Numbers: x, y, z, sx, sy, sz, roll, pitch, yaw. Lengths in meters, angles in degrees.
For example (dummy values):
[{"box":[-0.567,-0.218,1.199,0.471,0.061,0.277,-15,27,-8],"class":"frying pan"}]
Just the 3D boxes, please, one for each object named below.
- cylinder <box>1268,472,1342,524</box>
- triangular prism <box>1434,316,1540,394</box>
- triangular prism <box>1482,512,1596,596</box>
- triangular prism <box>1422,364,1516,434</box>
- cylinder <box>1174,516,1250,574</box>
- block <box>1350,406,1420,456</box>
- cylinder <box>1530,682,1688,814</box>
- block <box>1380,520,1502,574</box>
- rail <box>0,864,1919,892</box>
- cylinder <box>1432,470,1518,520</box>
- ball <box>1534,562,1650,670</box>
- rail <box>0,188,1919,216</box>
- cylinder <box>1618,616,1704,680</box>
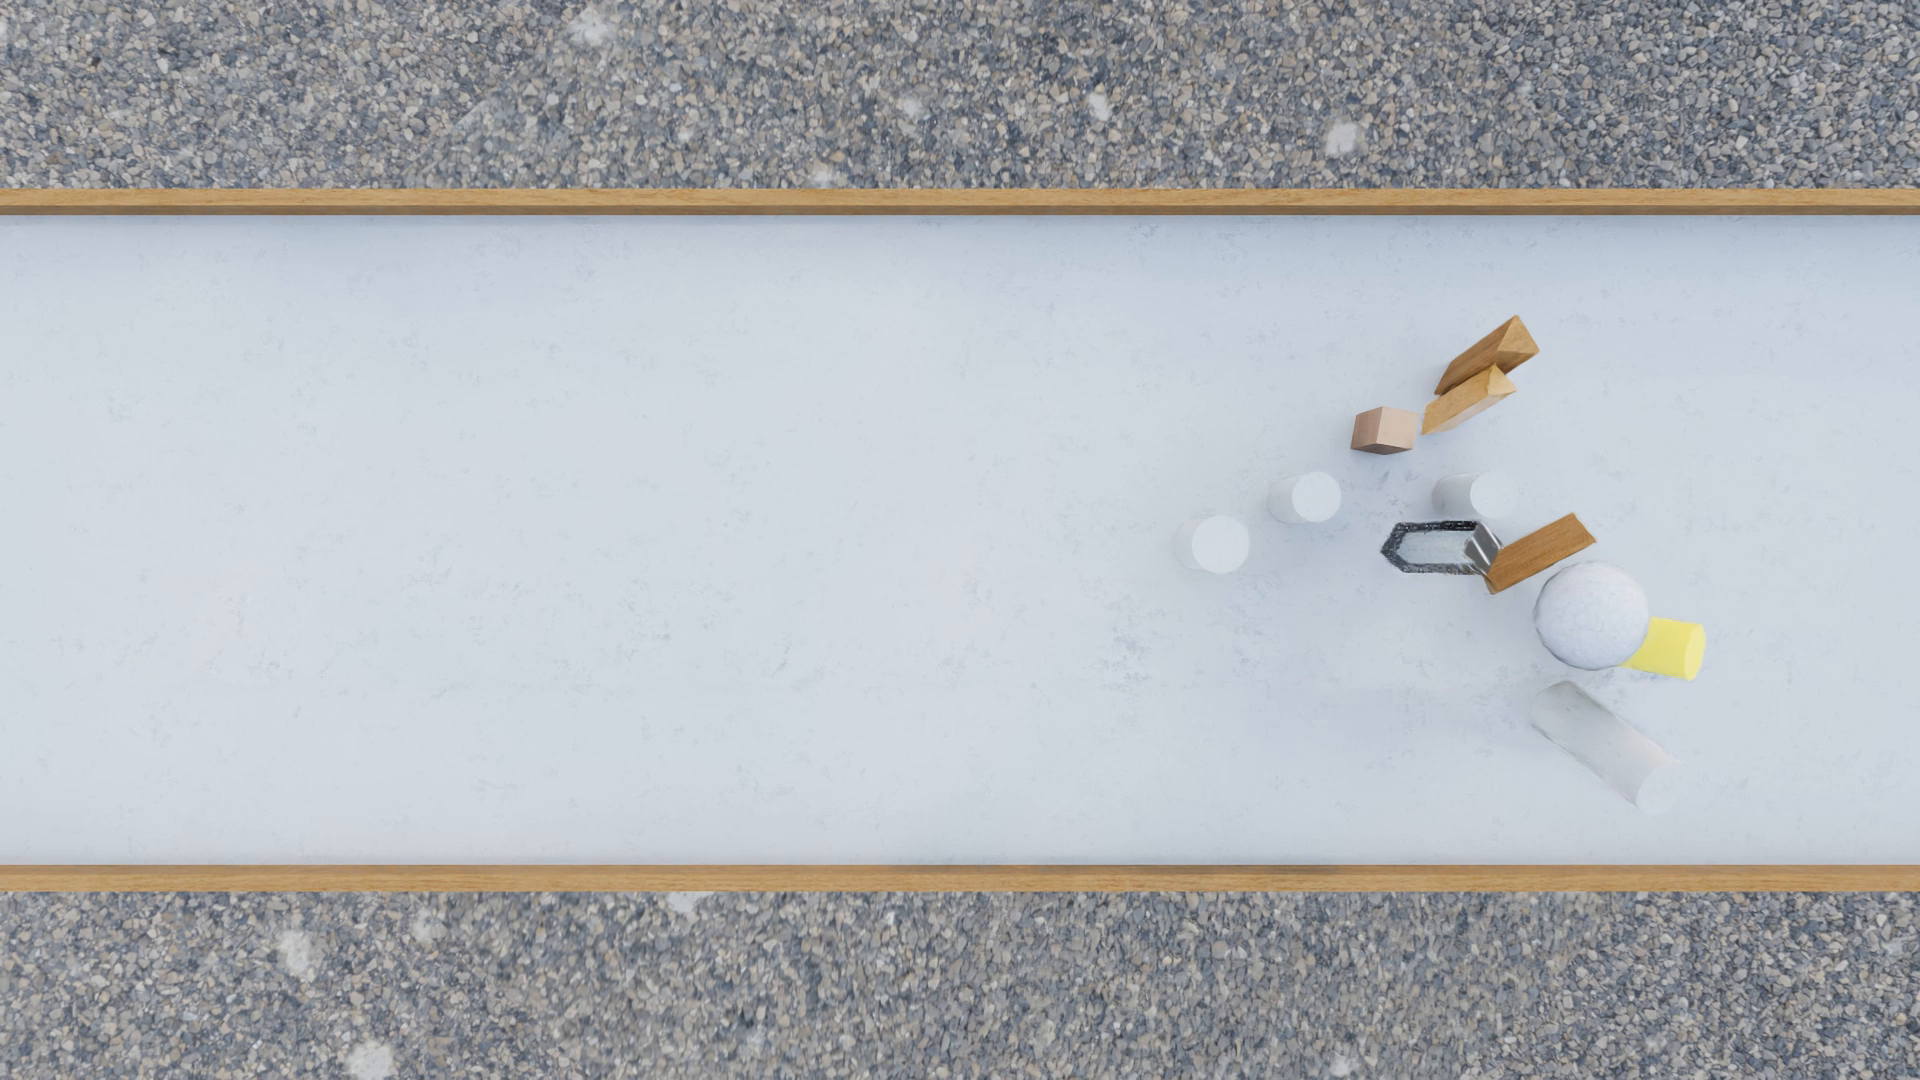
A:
[{"box":[1.016,-0.122,4.887,0.142,0.379,0.142,0,90,0],"class":"cylinder"},{"box":[1.540,-0.539,4.852,0.123,0.440,0.107,2,78,-7],"class":"triangular prism"},{"box":[1.748,0.060,4.980,0.322,0.109,0.126,-28,109,4],"class":"triangular prism"},{"box":[1.495,-0.418,4.894,0.102,0.369,0.089,-10,78,-17],"class":"triangular prism"},{"box":[0.742,0.013,4.887,0.165,0.379,0.165,0,90,0],"class":"cylinder"},{"box":[1.263,-0.324,4.917,0.108,0.319,0.108,10,90,0],"class":"block"},{"box":[1.896,0.604,4.841,0.178,0.450,0.178,-11,120,-20],"class":"cylinder"},{"box":[1.423,0.023,4.888,0.111,0.344,0.111,38,73,-22],"class":"block"},{"box":[-2.247,1.025,5.001,12.000,0.150,0.050,0,90,0],"class":"rail"},{"box":[1.520,-0.129,4.885,0.138,0.384,0.138,0,90,0],"class":"cylinder"},{"box":[1.814,0.218,4.736,0.312,0.312,0.312,0,90,0],"class":"ball"},{"box":[-2.247,-1.025,5.002,12.000,0.150,0.050,0,90,0],"class":"rail"},{"box":[1.979,0.297,4.891,0.383,0.163,0.163,11,90,40],"class":"cylinder"}]
